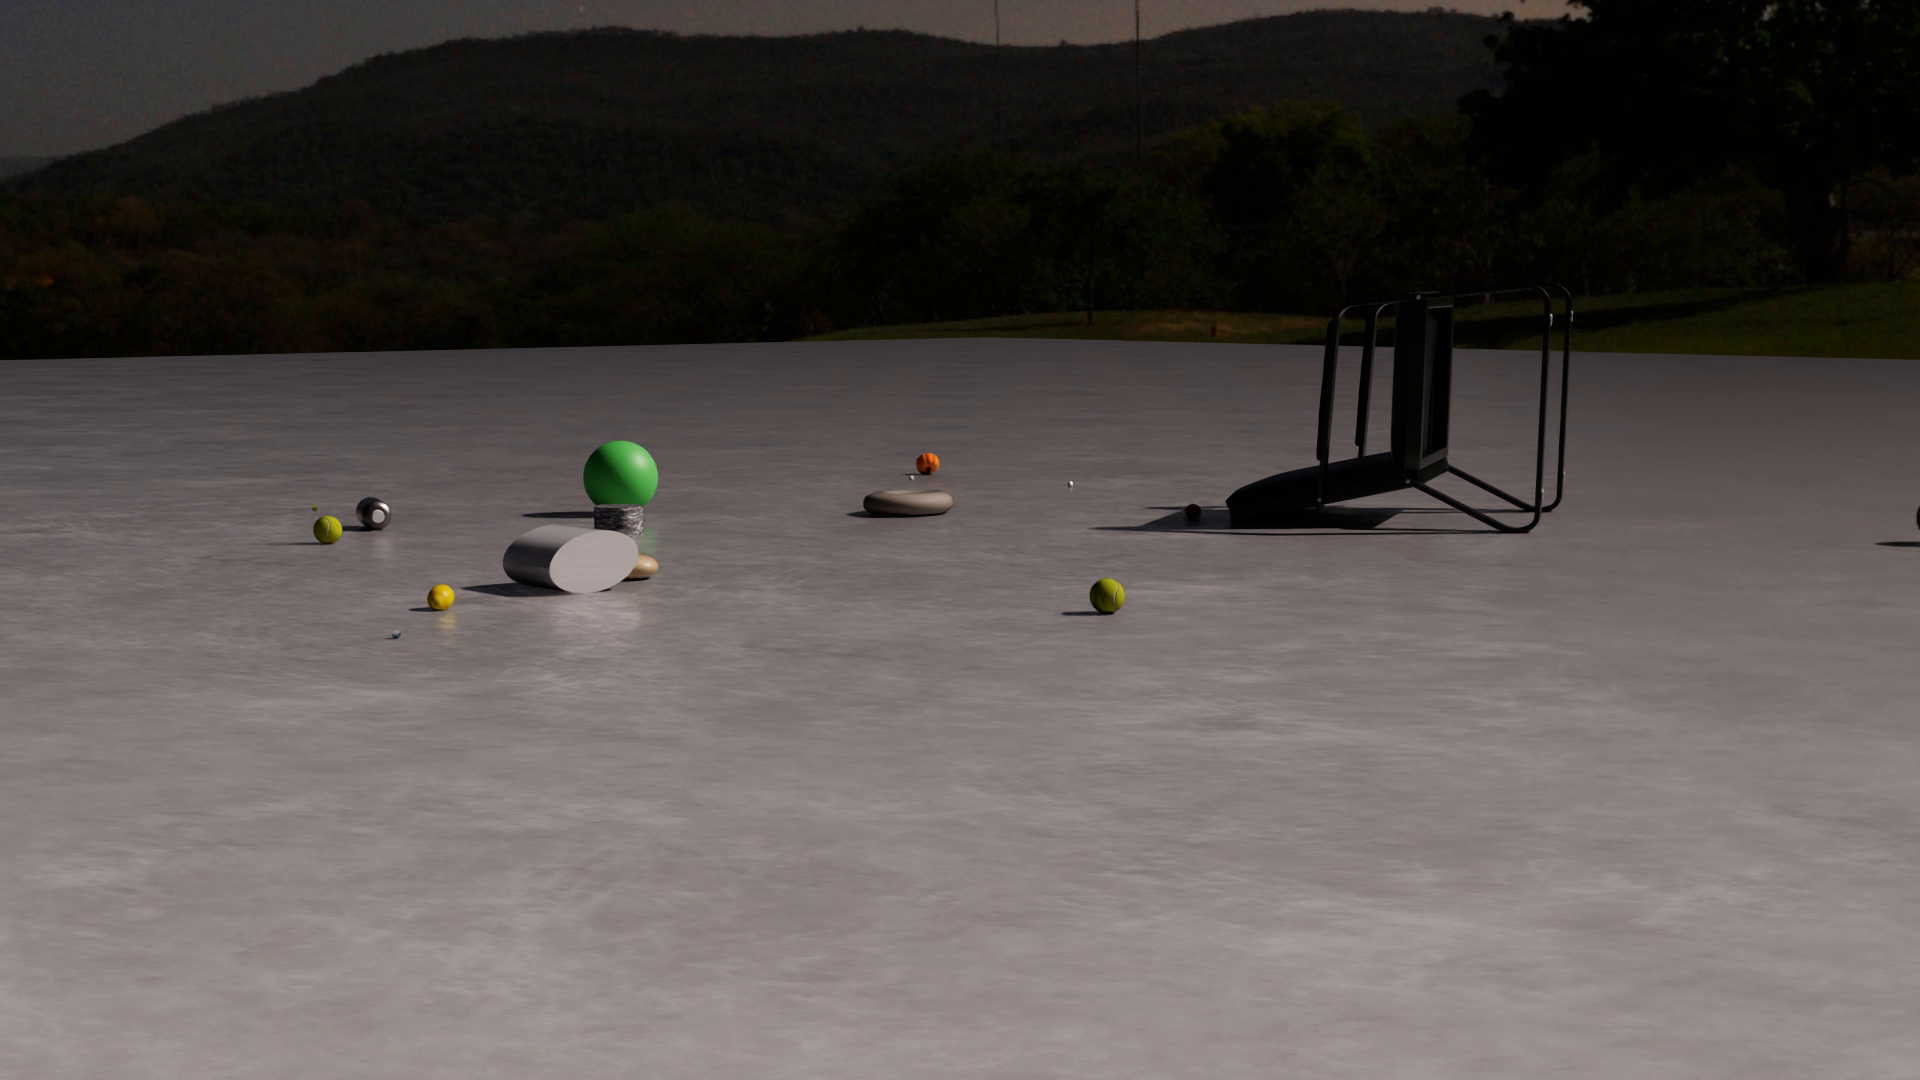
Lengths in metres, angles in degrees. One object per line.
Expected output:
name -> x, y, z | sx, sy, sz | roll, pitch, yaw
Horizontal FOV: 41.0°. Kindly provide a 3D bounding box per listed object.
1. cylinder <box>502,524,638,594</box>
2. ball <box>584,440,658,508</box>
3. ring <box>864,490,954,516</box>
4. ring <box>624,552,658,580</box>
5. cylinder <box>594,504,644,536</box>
cylinder -> -0.820, 0.039, 5.408 | 0.223, 0.127, 0.179 | -15, 14, -40
ball -> -0.937, -0.172, 7.084 | 0.205, 0.205, 0.205 | 0, 6, 0
ring -> -0.143, -0.104, 7.120 | 0.228, 0.062, 0.279 | 4, 7, 40
ring -> -0.809, 0.053, 5.631 | 0.322, 0.056, 0.181 | 3, 8, 22
cylinder -> -0.870, -0.050, 6.538 | 0.122, 0.074, 0.126 | -5, 8, -41
